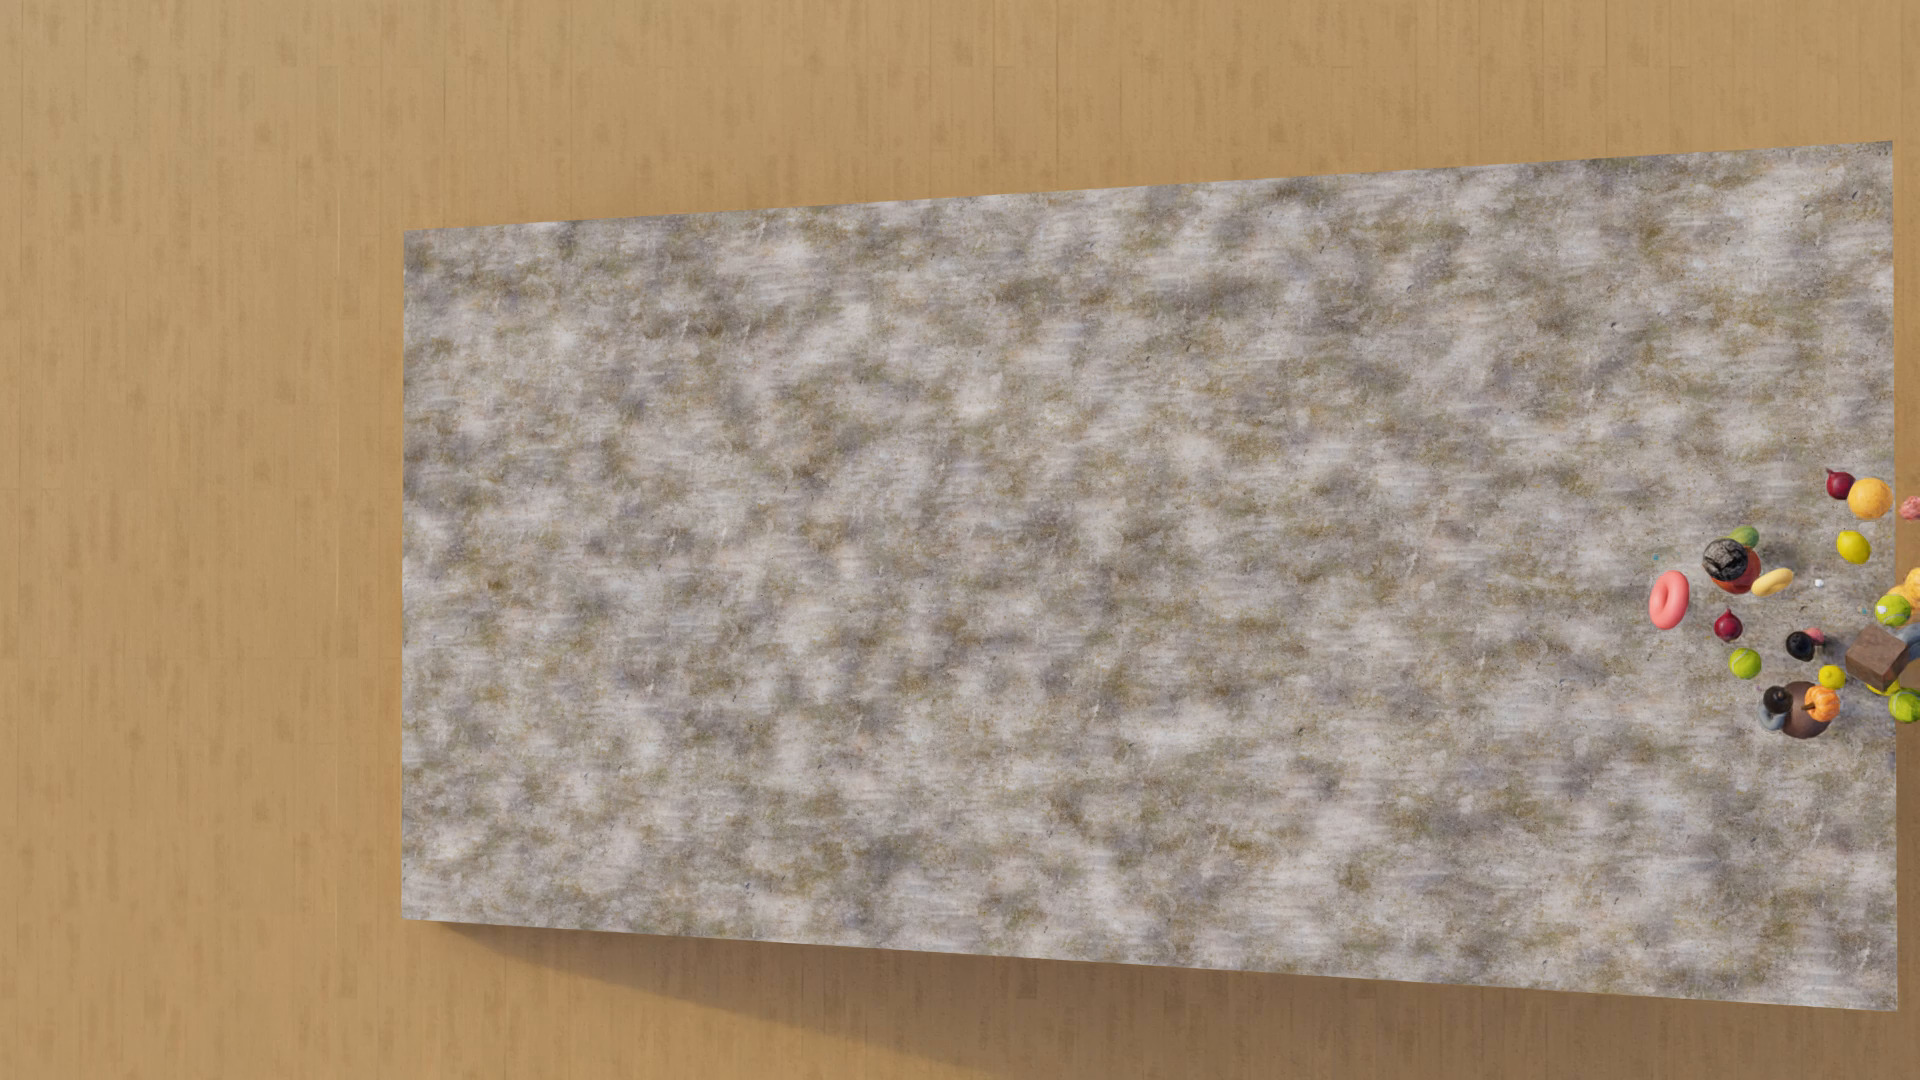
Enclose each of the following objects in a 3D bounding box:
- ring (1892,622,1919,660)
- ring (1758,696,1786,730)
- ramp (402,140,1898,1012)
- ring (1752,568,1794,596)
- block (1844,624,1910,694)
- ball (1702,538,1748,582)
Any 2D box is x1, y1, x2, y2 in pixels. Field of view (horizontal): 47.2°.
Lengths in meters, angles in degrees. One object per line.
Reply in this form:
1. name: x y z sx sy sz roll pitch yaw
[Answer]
1. ring: 1.927 0.209 4.459 0.120 0.120 0.040 -23 57 0
2. ring: 1.803 0.385 4.884 0.026 0.078 0.078 -7 89 -18
3. ramp: 0.280 0.090 5.767 4.000 0.100 2.000 0 89 20
4. ring: 1.669 0.087 4.517 0.088 0.088 0.029 -21 67 0
5. block: 1.772 0.229 4.249 0.081 0.081 0.081 -48 54 -8
6. ball: 1.676 0.043 4.817 0.095 0.095 0.095 0 89 0
